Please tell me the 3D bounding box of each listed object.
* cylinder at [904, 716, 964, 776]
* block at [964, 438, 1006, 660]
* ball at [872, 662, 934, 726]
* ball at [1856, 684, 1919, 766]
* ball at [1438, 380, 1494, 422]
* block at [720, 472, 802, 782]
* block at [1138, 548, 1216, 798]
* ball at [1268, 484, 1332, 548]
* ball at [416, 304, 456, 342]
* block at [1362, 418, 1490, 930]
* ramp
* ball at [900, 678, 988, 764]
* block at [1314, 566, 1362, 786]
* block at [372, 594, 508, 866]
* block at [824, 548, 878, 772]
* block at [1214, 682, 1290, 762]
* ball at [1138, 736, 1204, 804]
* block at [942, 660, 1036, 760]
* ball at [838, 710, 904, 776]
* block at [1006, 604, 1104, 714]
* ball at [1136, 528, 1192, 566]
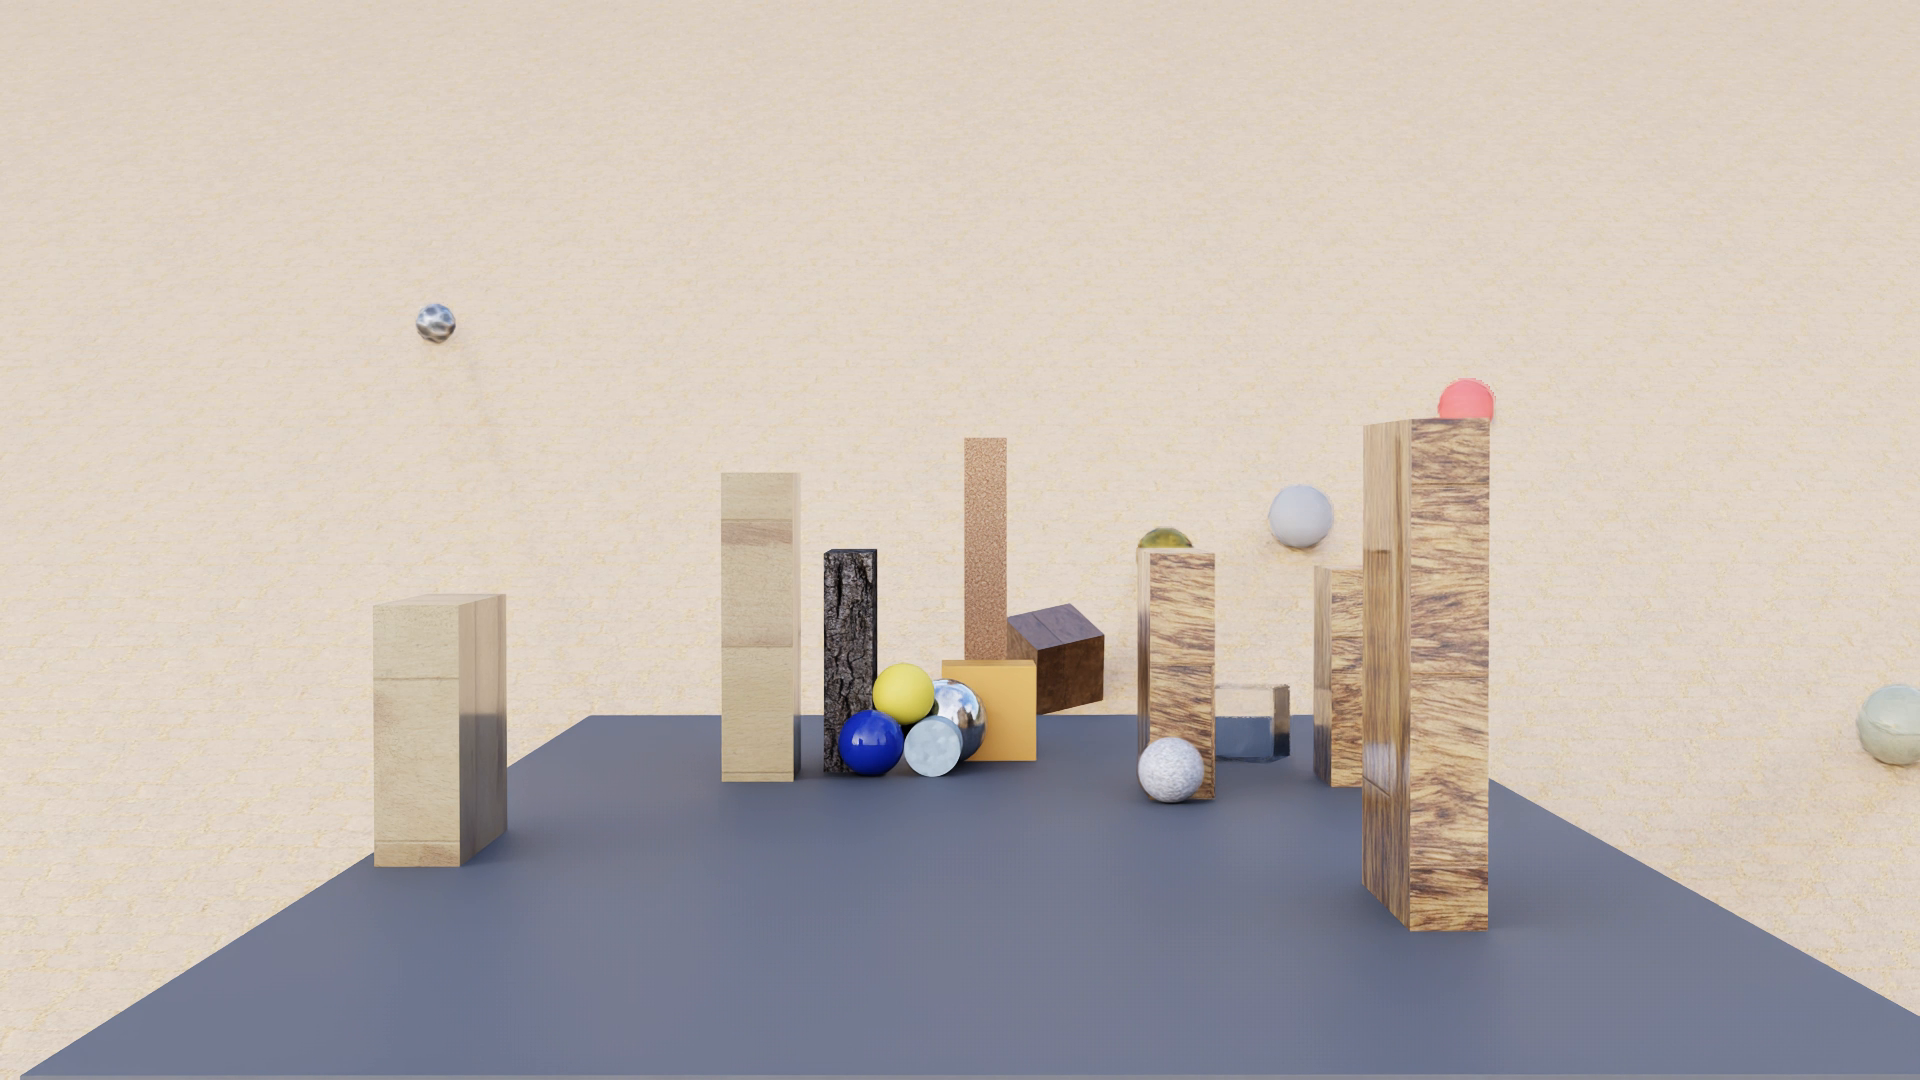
[{"bbox_3d":[-0.053,0.418,5.244,0.114,0.114,0.114,1,1,3],"label":"cylinder"},{"bbox_3d":[0.057,0.117,5.811,0.093,0.690,0.263,0,1,0],"label":"block"},{"bbox_3d":[-0.115,0.315,5.277,0.128,0.128,0.128,0,26,0],"label":"ball"},{"bbox_3d":[2.368,0.466,6.508,0.203,0.203,0.203,0,26,0],"label":"ball"},{"bbox_3d":[1.636,-0.427,8.339,0.179,0.179,0.179,0,26,0],"label":"ball"},{"bbox_3d":[-0.401,0.170,5.225,0.142,0.611,0.250,0,1,0],"label":"block"},{"bbox_3d":[0.415,0.250,4.986,0.121,0.459,0.339,0,1,0],"label":"block"},{"bbox_3d":[1.004,-0.069,7.606,0.188,0.188,0.188,0,26,0],"label":"ball"},{"bbox_3d":[-1.841,-0.761,9.060,0.138,0.138,0.138,0,26,0],"label":"ball"},{"bbox_3d":[0.644,0.174,3.594,0.103,0.674,0.403,0,1,0],"label":"block"},{"bbox_3d":[0.060,0.540,4.576,2.000,0.100,4.000,0,1,0],"label":"ramp"},{"bbox_3d":[-0.033,0.380,5.392,0.183,0.183,0.183,0,26,0],"label":"ball"},{"bbox_3d":[0.788,0.265,5.132,0.135,0.422,0.249,0,1,0],"label":"block"},{"bbox_3d":[-0.837,0.297,4.183,0.132,0.403,0.423,0,1,0],"label":"block"},{"bbox_3d":[-0.229,0.247,5.445,0.099,0.447,0.355,0,1,0],"label":"block"},{"bbox_3d":[0.612,0.391,5.540,0.154,0.154,0.154,1,1,24],"label":"block"},{"bbox_3d":[0.390,0.424,4.759,0.122,0.122,0.122,0,26,0],"label":"ball"},{"bbox_3d":[0.061,0.367,5.584,0.201,0.201,0.201,0,1,0],"label":"block"},{"bbox_3d":[-0.179,0.409,5.204,0.134,0.134,0.134,0,26,0],"label":"ball"},{"bbox_3d":[0.247,0.314,6.820,0.197,0.197,0.197,-12,29,-22],"label":"block"},{"bbox_3d":[0.587,0.047,7.392,0.169,0.169,0.169,0,26,0],"label":"ball"}]
